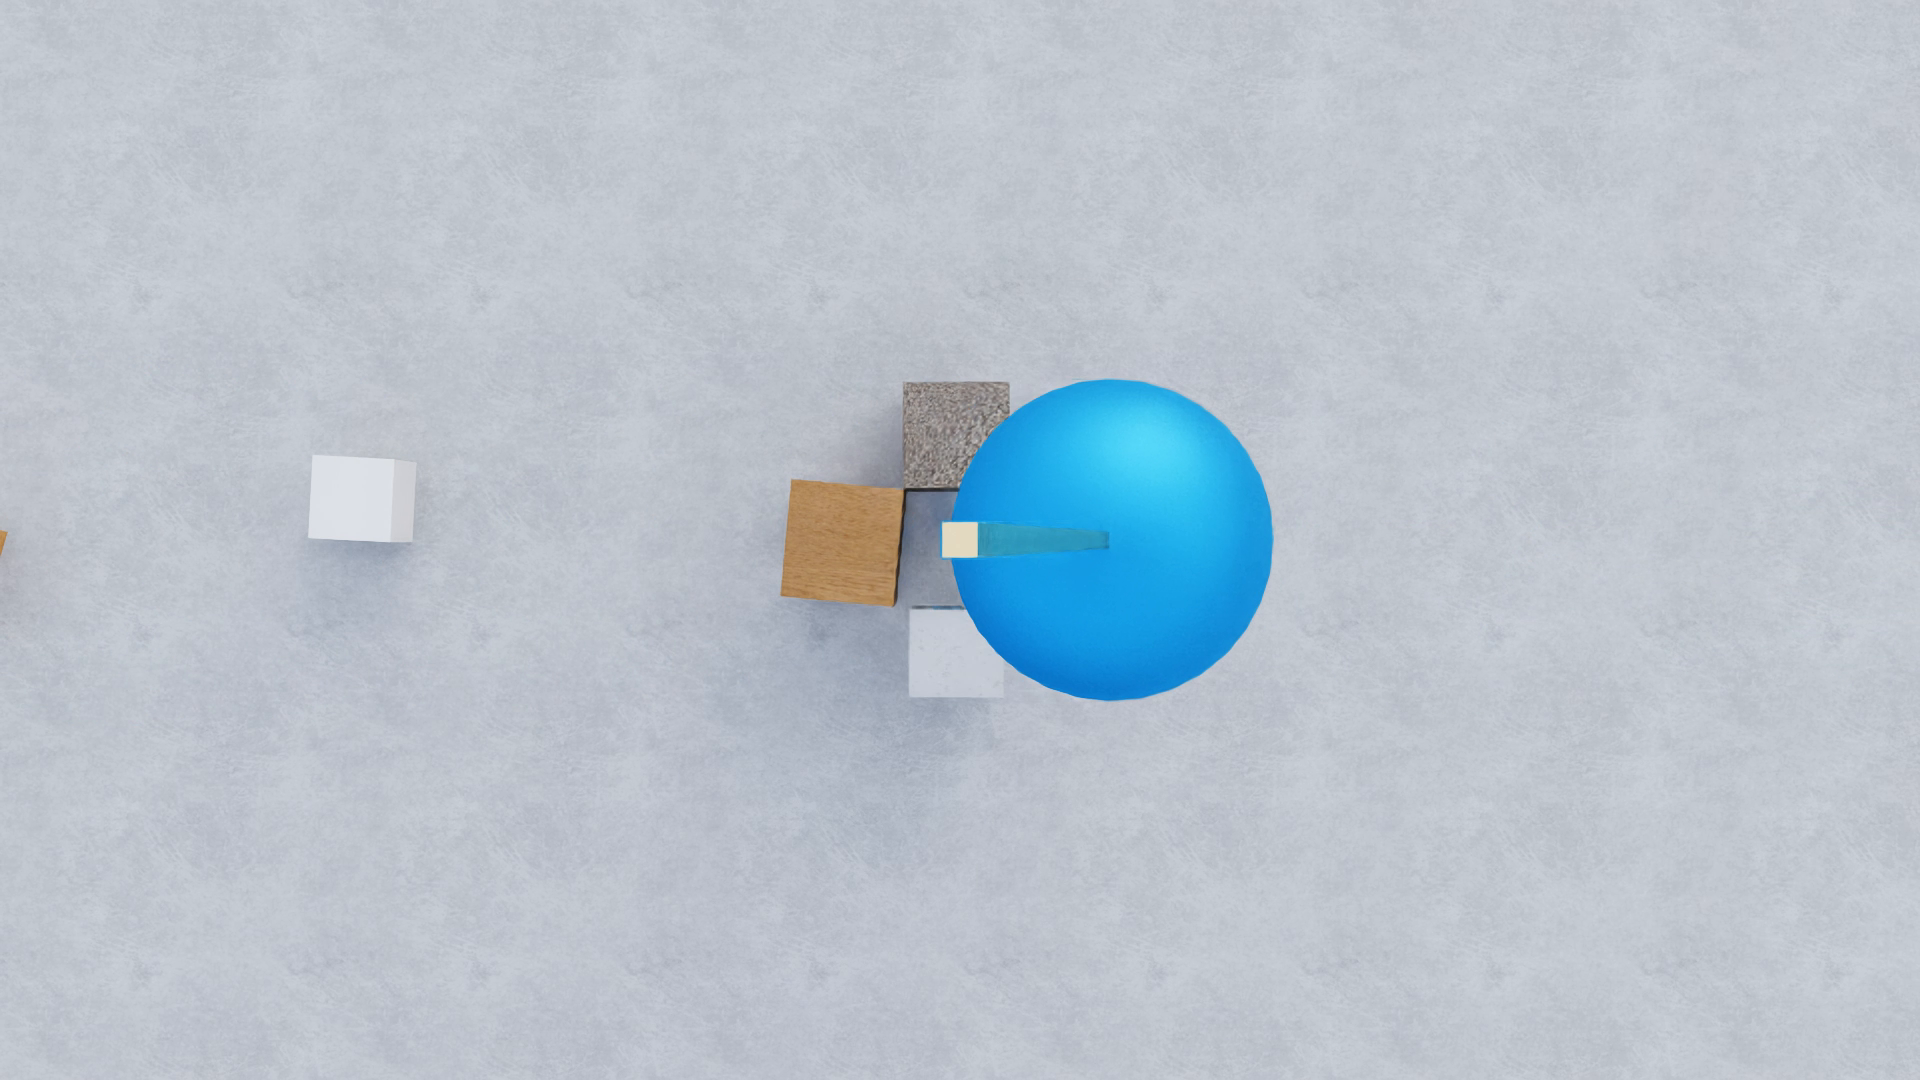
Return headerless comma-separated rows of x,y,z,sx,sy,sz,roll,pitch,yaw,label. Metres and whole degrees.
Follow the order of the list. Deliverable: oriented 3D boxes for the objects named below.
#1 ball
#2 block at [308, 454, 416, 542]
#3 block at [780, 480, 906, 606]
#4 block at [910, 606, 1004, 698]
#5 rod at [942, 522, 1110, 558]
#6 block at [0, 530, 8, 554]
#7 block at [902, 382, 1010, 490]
0.749,0.000,10.908,1.600,1.600,1.600,0,90,0,ball
-3.457,-0.235,12.745,0.465,0.511,0.472,3,90,0,block
-0.661,0.016,12.666,0.635,0.667,0.661,5,90,0,block
-0.018,0.641,12.727,0.541,0.547,0.502,0,90,0,block
0.325,0.000,7.534,0.080,5.200,0.080,0,90,7,rod
-6.049,0.122,12.700,0.707,0.601,0.561,16,90,0,block
-0.019,-0.591,12.709,0.607,0.581,0.601,0,90,0,block
